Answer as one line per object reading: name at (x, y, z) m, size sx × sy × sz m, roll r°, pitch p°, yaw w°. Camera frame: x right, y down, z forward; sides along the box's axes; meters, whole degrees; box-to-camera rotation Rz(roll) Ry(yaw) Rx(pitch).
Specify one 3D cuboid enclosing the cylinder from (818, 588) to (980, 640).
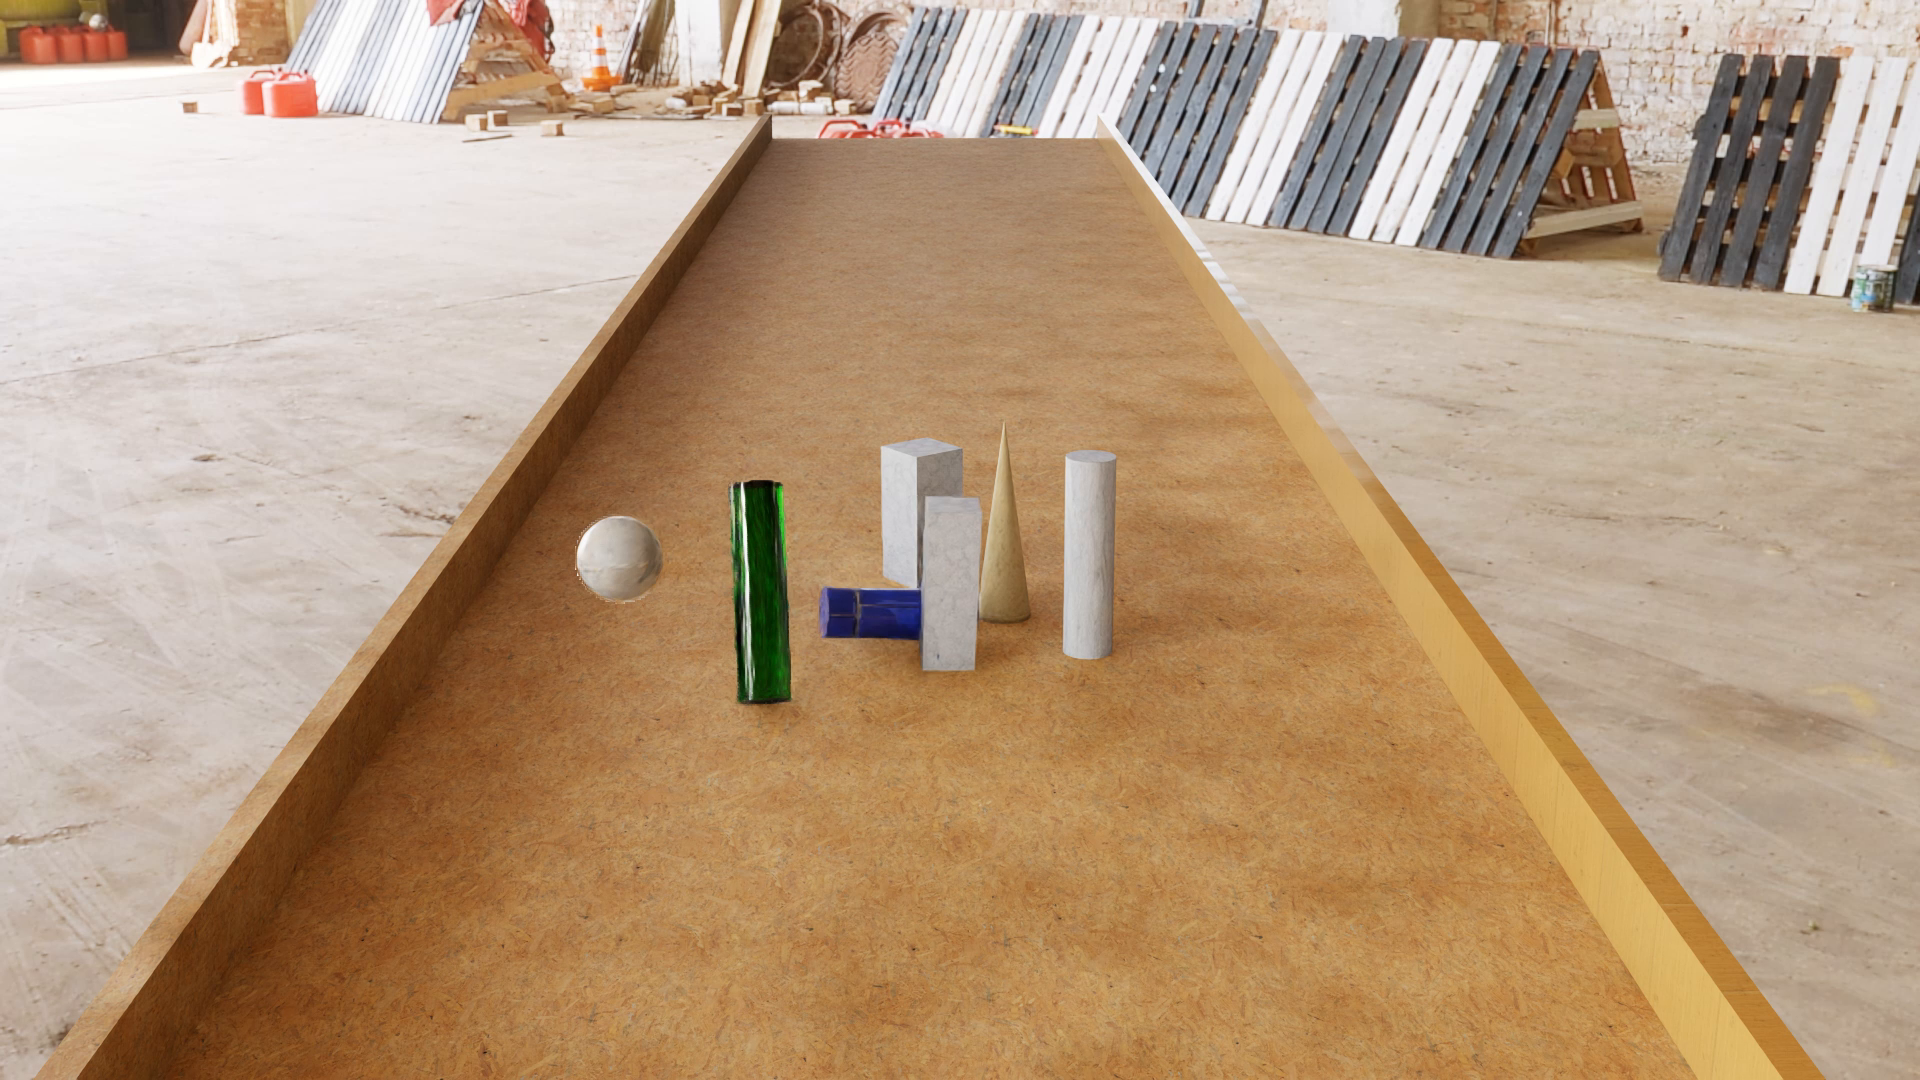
cylinder at (-0.124, 0.151, 4.486) m, size 0.313 × 0.103 × 0.103 m, roll 2°, pitch 16°, yaw -14°

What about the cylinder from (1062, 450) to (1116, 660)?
cylinder at (0.259, 0.030, 4.411) m, size 0.101 × 0.408 × 0.101 m, roll 0°, pitch 17°, yaw 0°

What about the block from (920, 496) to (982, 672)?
block at (-0.020, 0.087, 4.349) m, size 0.104 × 0.327 × 0.104 m, roll 1°, pitch 18°, yaw -5°

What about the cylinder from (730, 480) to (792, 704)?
cylinder at (-0.377, 0.100, 4.160) m, size 0.103 × 0.412 × 0.103 m, roll -3°, pitch -9°, yaw 0°

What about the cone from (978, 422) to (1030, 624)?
cone at (0.092, -0.047, 4.625) m, size 0.118 × 0.433 × 0.118 m, roll 0°, pitch 17°, yaw 0°

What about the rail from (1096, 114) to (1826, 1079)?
rail at (0.932, -0.844, 7.801) m, size 0.050 × 0.150 × 12.000 m, roll 0°, pitch 17°, yaw -1°

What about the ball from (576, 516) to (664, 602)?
ball at (-0.642, 0.035, 4.156) m, size 0.162 × 0.162 × 0.162 m, roll 0°, pitch 17°, yaw 0°

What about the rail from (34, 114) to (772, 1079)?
rail at (-1.118, -0.838, 7.780) m, size 0.050 × 0.150 × 12.000 m, roll 0°, pitch 17°, yaw -1°

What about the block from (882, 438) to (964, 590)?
block at (-0.084, -0.060, 4.897) m, size 0.129 × 0.303 × 0.129 m, roll -13°, pitch 21°, yaw -37°
